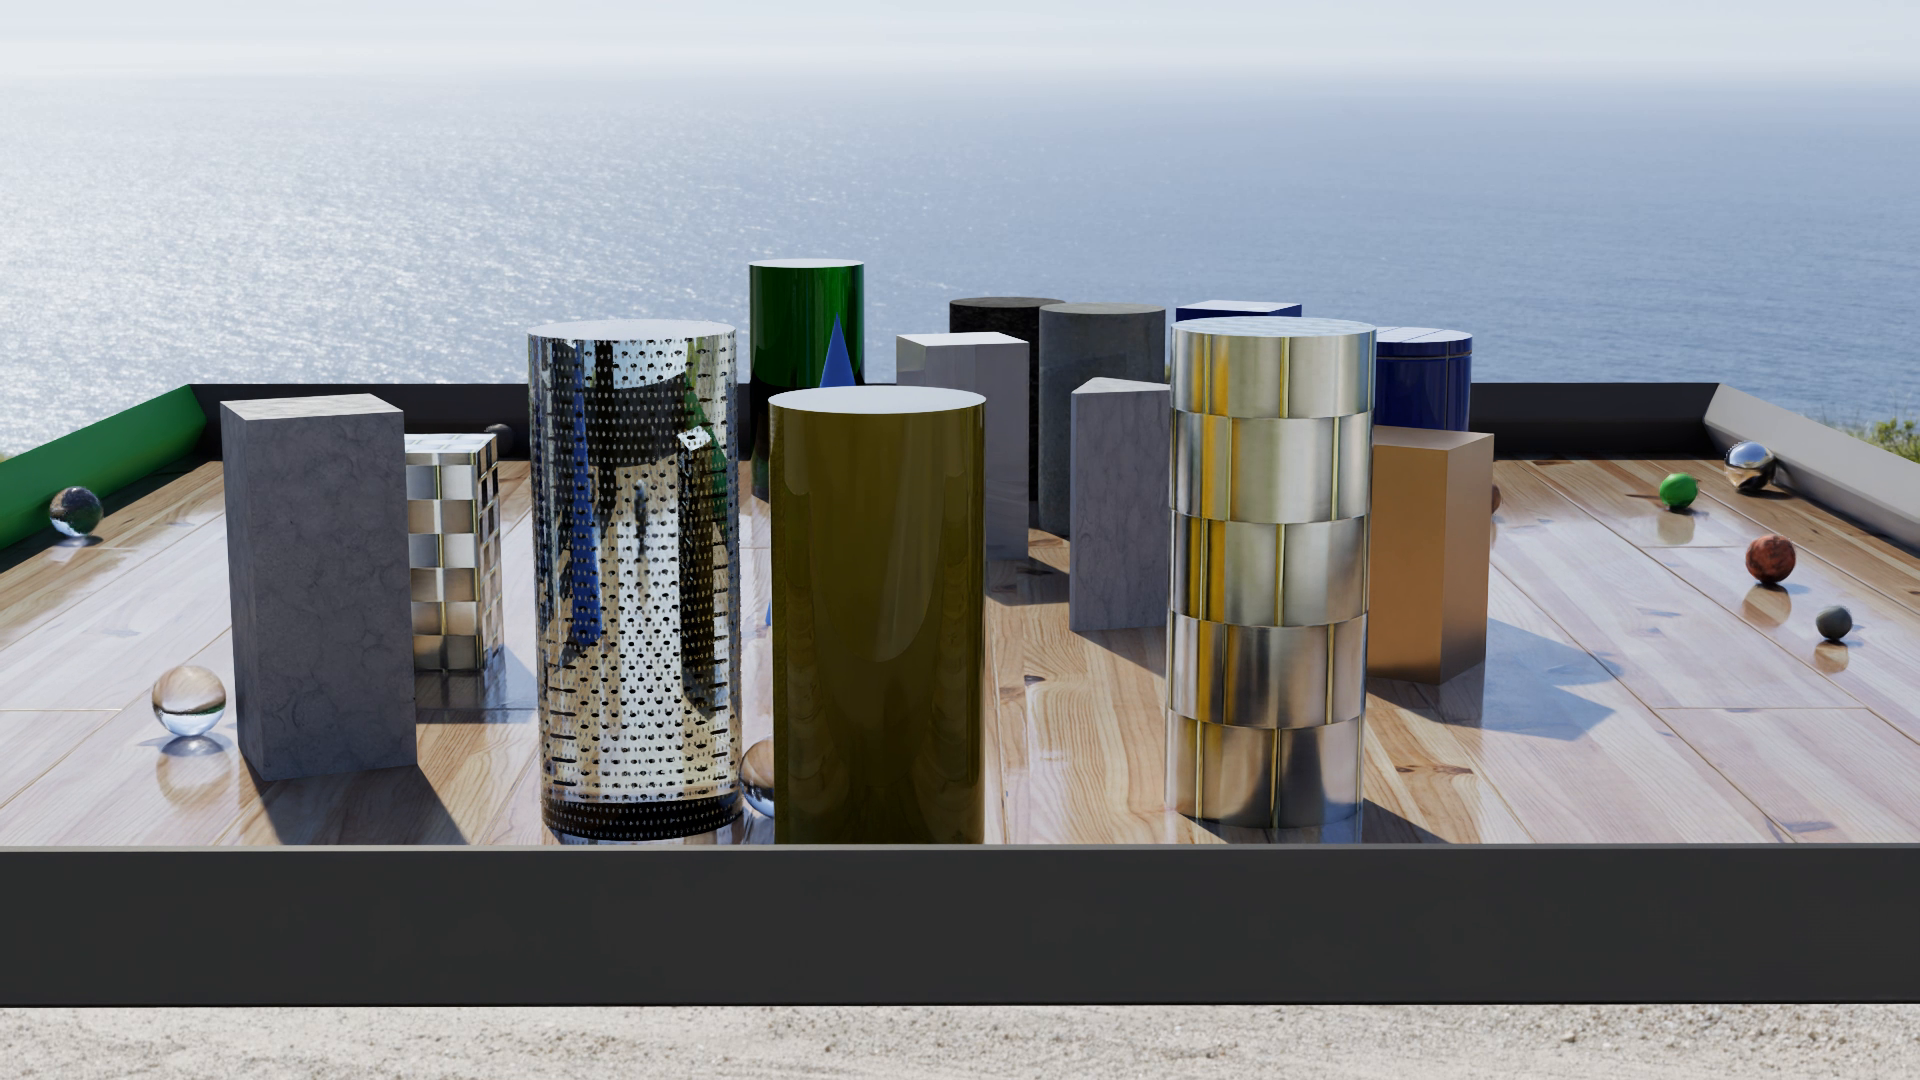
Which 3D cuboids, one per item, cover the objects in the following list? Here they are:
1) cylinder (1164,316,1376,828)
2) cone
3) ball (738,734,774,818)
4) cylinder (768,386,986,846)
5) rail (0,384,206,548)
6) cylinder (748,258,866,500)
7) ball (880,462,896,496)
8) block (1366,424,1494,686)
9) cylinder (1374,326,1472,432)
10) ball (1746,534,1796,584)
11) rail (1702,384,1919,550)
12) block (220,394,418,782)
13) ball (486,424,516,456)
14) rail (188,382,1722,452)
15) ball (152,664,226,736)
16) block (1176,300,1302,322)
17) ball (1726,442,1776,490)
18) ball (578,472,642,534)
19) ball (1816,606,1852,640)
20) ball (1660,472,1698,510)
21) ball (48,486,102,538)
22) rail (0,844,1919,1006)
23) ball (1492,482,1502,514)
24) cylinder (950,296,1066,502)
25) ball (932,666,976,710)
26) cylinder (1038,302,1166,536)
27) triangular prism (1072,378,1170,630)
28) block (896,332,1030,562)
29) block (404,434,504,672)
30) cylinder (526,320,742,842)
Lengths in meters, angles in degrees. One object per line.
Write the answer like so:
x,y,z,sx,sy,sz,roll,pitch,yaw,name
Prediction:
0.304,0.027,2.534,0.199,0.477,0.199,0,10,0,cylinder
-0.160,-0.096,3.380,0.199,0.411,0.199,0,10,0,cone
-0.174,0.230,2.509,0.085,0.085,0.085,0,10,0,ball
-0.076,0.081,2.378,0.199,0.426,0.199,0,10,0,cylinder
-1.436,0.035,3.441,0.045,0.129,2.946,0,10,0,rail
-0.262,-0.277,4.402,0.199,0.395,0.199,0,10,0,cylinder
-0.107,-0.104,4.386,0.060,0.060,0.060,0,10,0,ball
0.544,0.014,3.135,0.159,0.283,0.159,6,12,30,block
0.582,-0.090,3.449,0.199,0.374,0.199,0,10,0,cylinder
1.154,0.027,3.653,0.069,0.069,0.069,0,10,0,ball
1.436,0.032,3.457,0.045,0.129,2.946,0,10,0,rail
-0.678,0.045,2.714,0.159,0.375,0.159,-5,12,-25,block
-0.867,-0.188,4.837,0.061,0.061,0.061,0,10,0,ball
-0.008,-0.230,4.874,2.920,0.129,0.045,0,10,0,rail
-0.847,0.176,2.820,0.079,0.079,0.079,0,10,0,ball
0.459,-0.219,4.248,0.159,0.337,0.159,5,12,27,block
1.370,-0.127,4.445,0.085,0.085,0.085,0,10,0,ball
-0.549,-0.058,4.028,0.099,0.099,0.099,0,10,0,ball
1.123,0.106,3.296,0.044,0.044,0.044,0,10,0,ball
1.193,-0.081,4.263,0.060,0.060,0.060,0,10,0,ball
-1.383,-0.044,4.010,0.078,0.078,0.078,0,10,0,ball
0.008,0.297,2.024,2.920,0.129,0.045,0,10,0,rail
0.855,-0.069,4.196,0.060,0.060,0.060,0,10,0,ball
0.081,-0.244,4.405,0.199,0.329,0.199,0,10,0,cylinder
-0.007,0.169,2.938,0.051,0.051,0.051,0,10,0,ball
0.224,-0.194,4.074,0.199,0.350,0.199,0,10,0,cylinder
0.207,-0.052,3.414,0.172,0.312,0.149,-3,11,-16,triangular prism
0.003,-0.141,3.859,0.159,0.325,0.159,-3,11,-17,block
-0.660,0.014,3.170,0.159,0.270,0.159,0,10,-1,block
-0.314,0.034,2.494,0.199,0.478,0.199,0,10,0,cylinder
